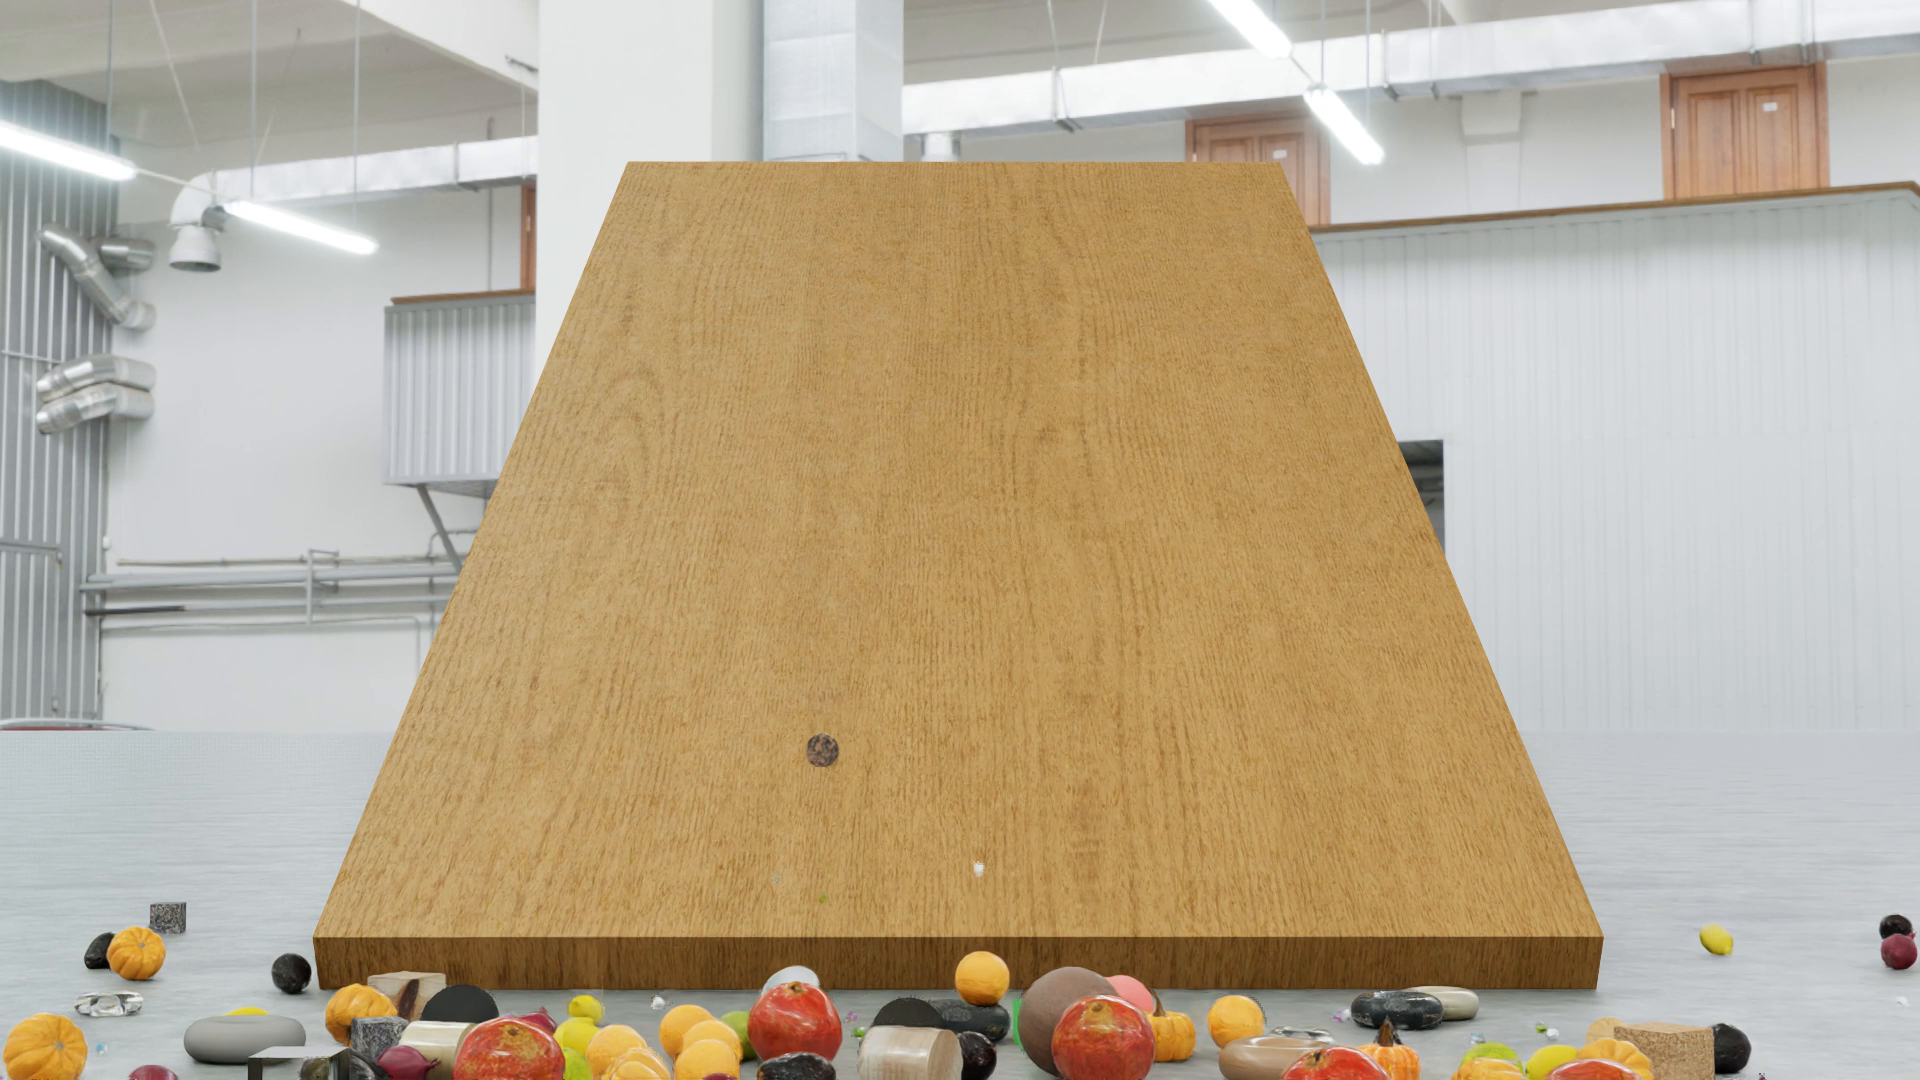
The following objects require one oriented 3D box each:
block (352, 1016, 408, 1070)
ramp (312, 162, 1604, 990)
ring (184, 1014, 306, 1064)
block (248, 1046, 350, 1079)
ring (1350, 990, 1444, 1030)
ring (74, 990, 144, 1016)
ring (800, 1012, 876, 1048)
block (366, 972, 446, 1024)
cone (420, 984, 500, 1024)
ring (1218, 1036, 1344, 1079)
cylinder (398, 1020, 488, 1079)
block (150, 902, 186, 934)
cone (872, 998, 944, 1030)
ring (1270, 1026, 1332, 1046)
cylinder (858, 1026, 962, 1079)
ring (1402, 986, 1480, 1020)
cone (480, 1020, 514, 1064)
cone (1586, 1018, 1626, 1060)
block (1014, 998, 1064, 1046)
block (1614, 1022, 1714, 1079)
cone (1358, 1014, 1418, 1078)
[{"bbox_3d":[-0.706,0.612,2.872,0.056,0.056,0.056,2,-5,-27],"label":"block"},{"bbox_3d":[-0.010,-0.228,5.470,2.000,0.100,4.000,0,26,0],"label":"ramp"},{"bbox_3d":[-0.889,0.621,2.937,0.146,0.049,0.146,1,-5,0],"label":"ring"},{"bbox_3d":[-0.673,0.562,2.405,0.081,0.081,0.081,0,-4,0],"label":"block"},{"bbox_3d":[0.602,0.648,3.254,0.127,0.042,0.127,-1,-3,0],"label":"ring"},{"bbox_3d":[-1.221,0.664,3.386,0.094,0.031,0.094,-1,-5,0],"label":"ring"},{"bbox_3d":[-0.139,0.652,3.105,0.143,0.048,0.143,7,-7,1],"label":"ring"},{"bbox_3d":[-0.753,0.629,3.211,0.074,0.074,0.074,-2,-5,26],"label":"block"},{"bbox_3d":[-0.627,0.626,2.987,0.098,0.098,0.098,0,-31,-3],"label":"cone"},{"bbox_3d":[0.371,0.605,2.729,0.144,0.048,0.144,1,-5,0],"label":"ring"},{"bbox_3d":[-0.591,0.589,2.699,0.074,0.074,0.074,-2,-5,19],"label":"cylinder"},{"bbox_3d":[-1.579,0.754,4.707,0.058,0.058,0.058,1,-4,-7],"label":"block"},{"bbox_3d":[-0.062,0.624,2.924,0.088,0.088,0.088,0,-31,3],"label":"cone"},{"bbox_3d":[0.434,0.637,3.013,0.082,0.027,0.082,1,-5,0],"label":"ring"},{"bbox_3d":[-0.054,0.574,2.577,0.084,0.084,0.084,-2,-5,27],"label":"cylinder"},{"bbox_3d":[0.676,0.657,3.349,0.120,0.040,0.120,-1,-5,0],"label":"ring"},{"bbox_3d":[-0.573,0.631,2.919,0.056,0.056,0.056,0,-31,5],"label":"cone"},{"bbox_3d":[0.817,0.633,2.953,0.056,0.056,0.056,-2,-32,27],"label":"cone"},{"bbox_3d":[0.106,0.623,3.054,0.056,0.056,0.056,1,-10,-18],"label":"block"},{"bbox_3d":[0.786,0.583,2.637,0.076,0.076,0.076,3,-5,-35],"label":"block"},{"bbox_3d":[0.508,0.599,2.808,0.070,0.070,0.070,0,-4,0],"label":"cone"}]
